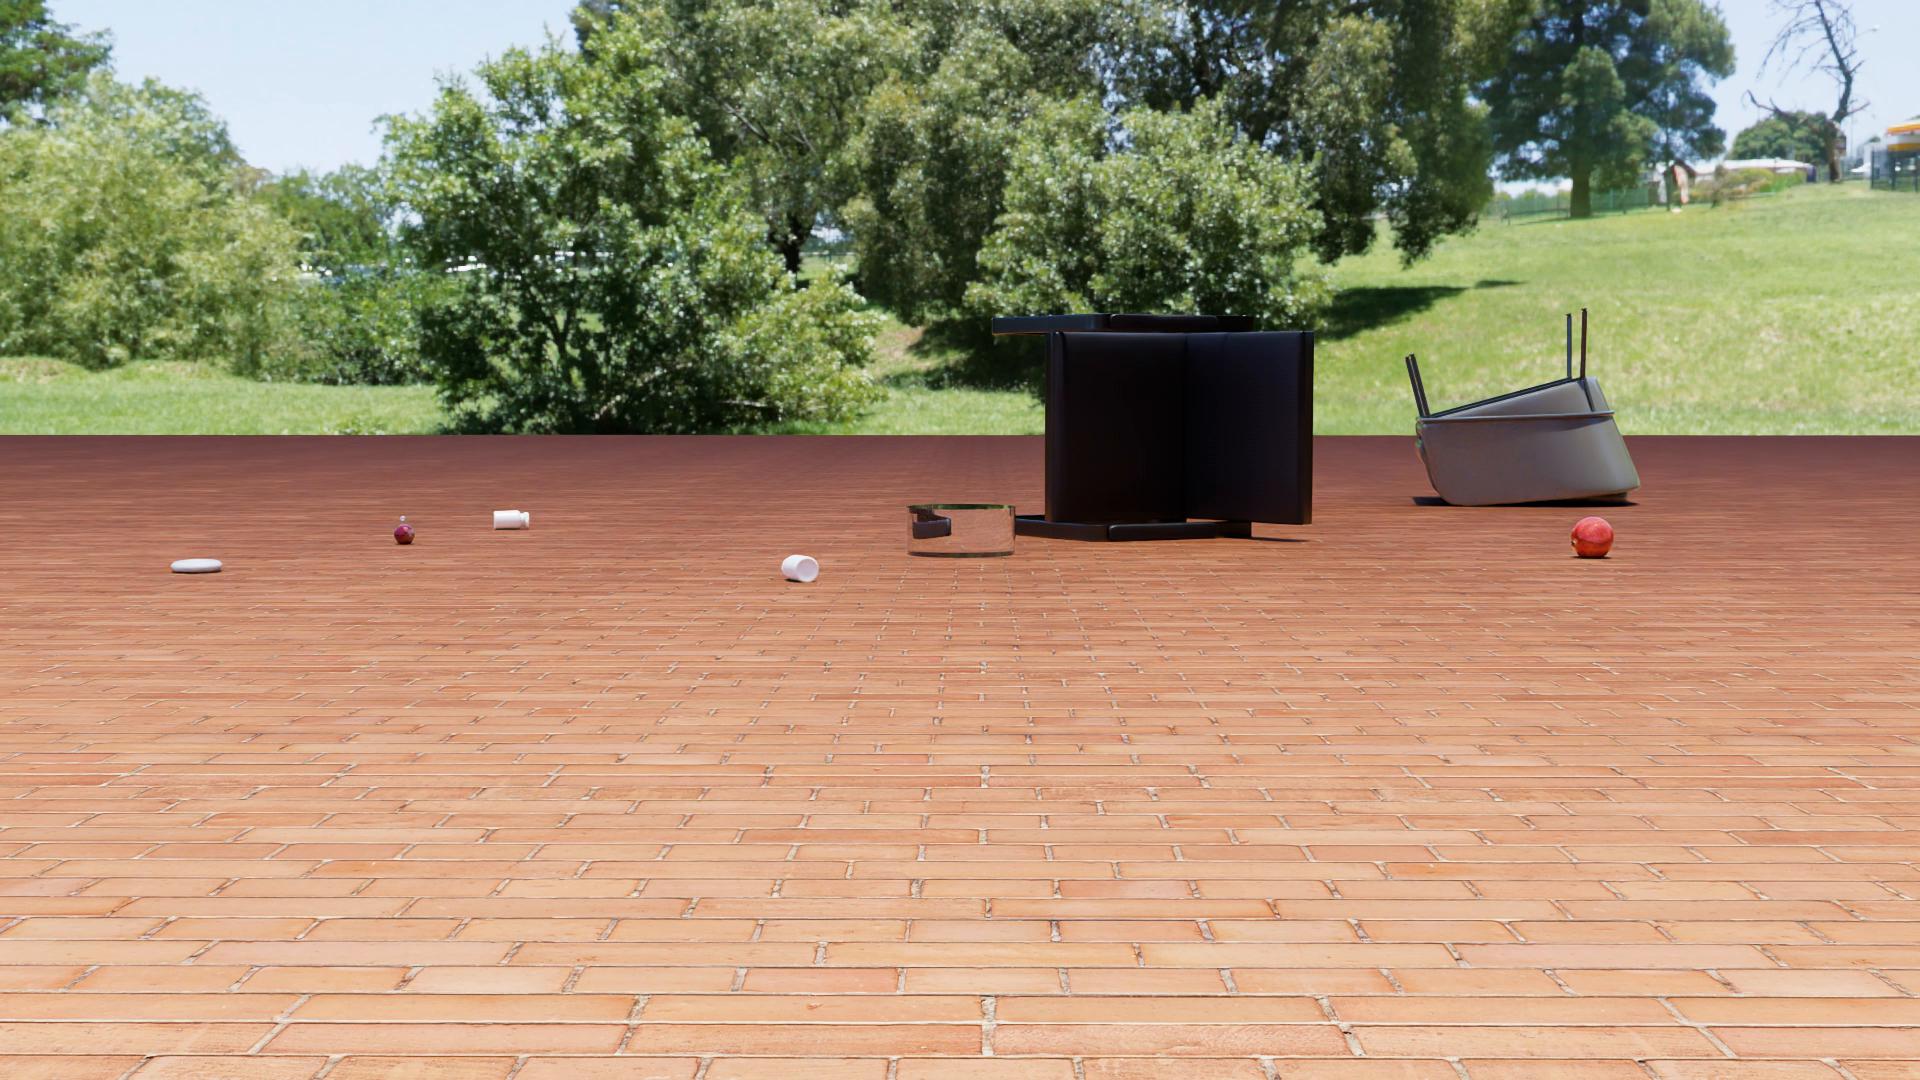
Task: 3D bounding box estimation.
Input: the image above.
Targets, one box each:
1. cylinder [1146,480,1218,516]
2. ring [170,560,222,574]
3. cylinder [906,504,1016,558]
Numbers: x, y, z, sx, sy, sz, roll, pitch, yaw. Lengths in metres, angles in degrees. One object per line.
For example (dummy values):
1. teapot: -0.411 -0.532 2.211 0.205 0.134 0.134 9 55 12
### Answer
1. cylinder: 0.781 -0.148 7.762 0.211 0.129 0.168 -1 8 -11
2. ring: -1.878 0.064 5.410 0.120 0.028 0.149 -3 4 -24
3. cylinder: 0.003 -0.027 5.994 0.300 0.129 0.295 -4 5 -43
